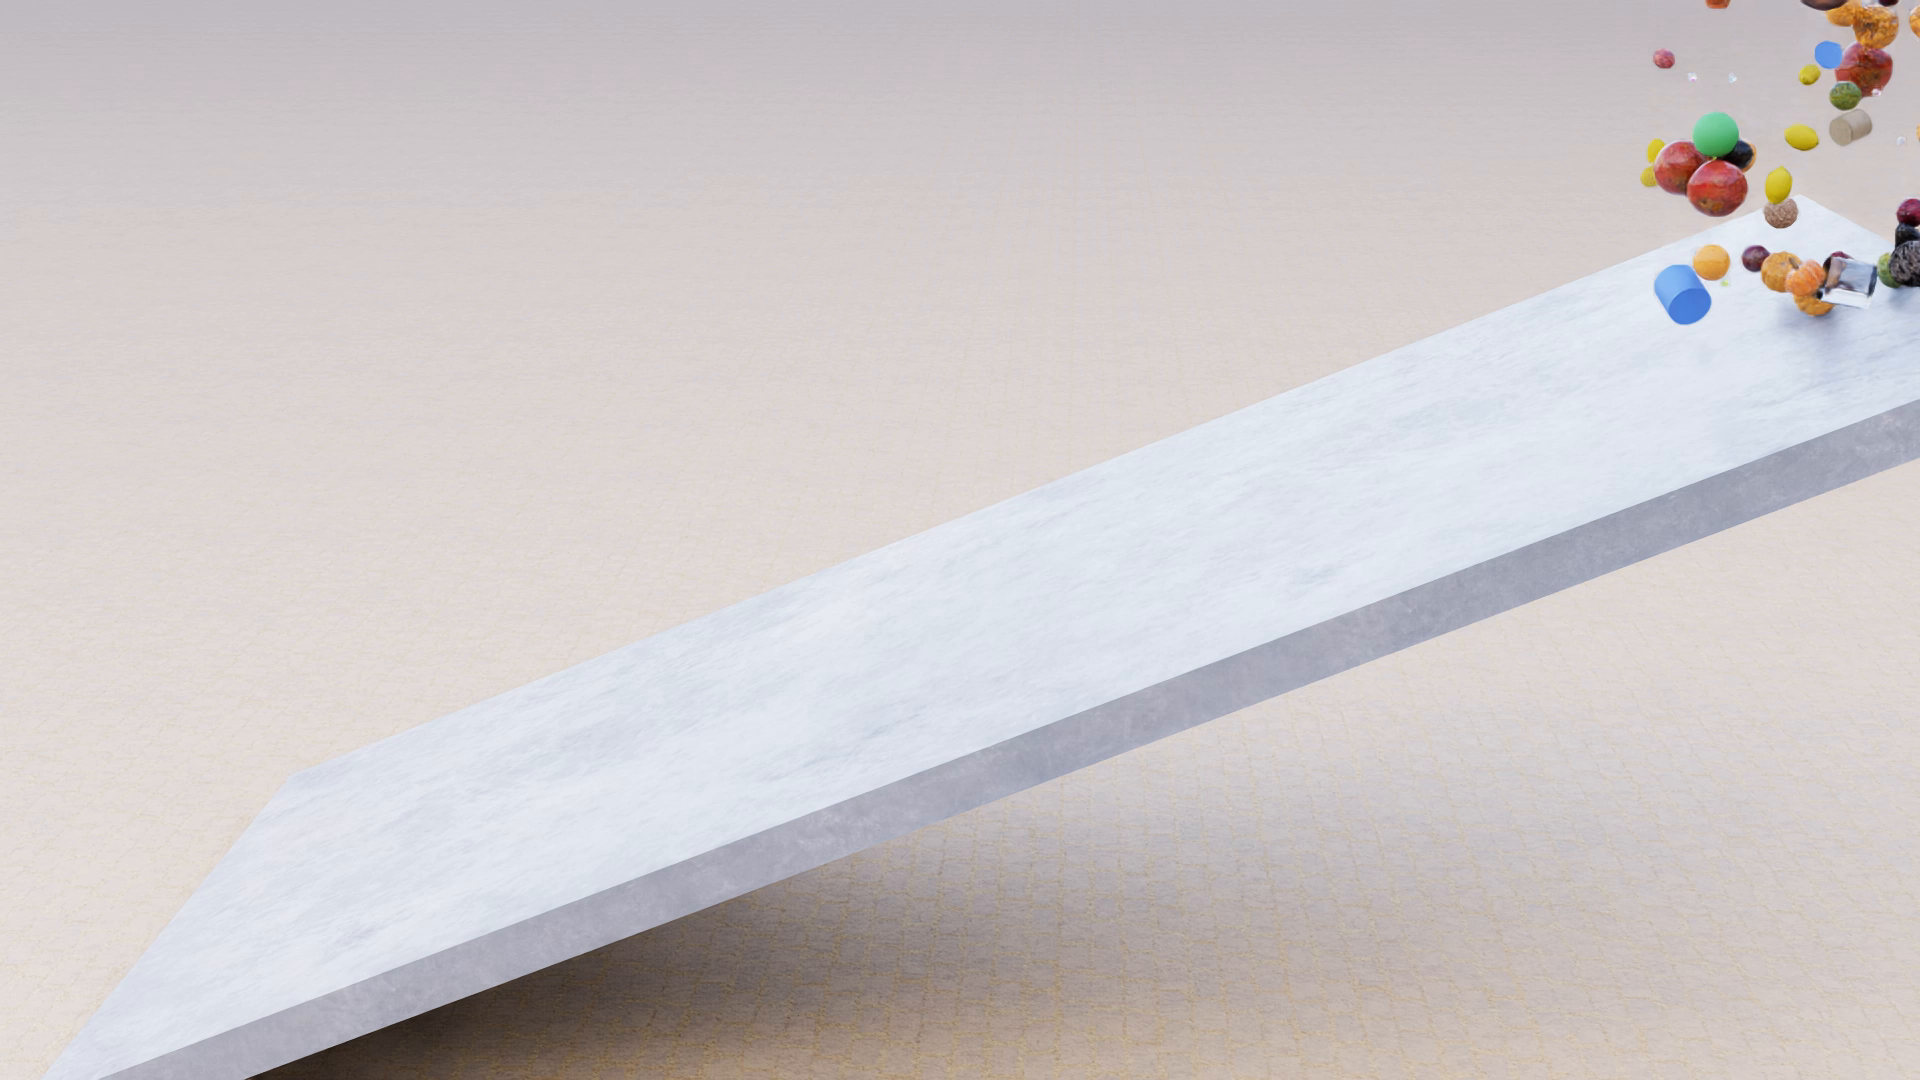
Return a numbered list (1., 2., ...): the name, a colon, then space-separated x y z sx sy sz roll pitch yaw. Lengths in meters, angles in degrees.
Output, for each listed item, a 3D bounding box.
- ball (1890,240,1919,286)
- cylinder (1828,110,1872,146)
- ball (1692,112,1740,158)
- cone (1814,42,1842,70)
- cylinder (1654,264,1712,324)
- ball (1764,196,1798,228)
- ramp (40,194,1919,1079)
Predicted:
1. ball: 1.849 -0.536 5.706 0.089 0.089 0.089 0 14 0
2. cylinder: 1.817 -0.841 5.999 0.060 0.060 0.060 -24 23 -26
3. ball: 1.477 -0.793 5.749 0.089 0.089 0.089 0 14 0
4. cone: 1.687 -0.946 5.673 0.057 0.057 0.057 12 36 39
5. cylinder: 1.428 -0.486 5.813 0.087 0.087 0.087 -2 38 -9
6. ball: 1.724 -0.689 6.178 0.069 0.069 0.069 0 14 0
7. ramp: 0.124 0.173 6.290 4.000 0.100 2.000 -21 12 7
